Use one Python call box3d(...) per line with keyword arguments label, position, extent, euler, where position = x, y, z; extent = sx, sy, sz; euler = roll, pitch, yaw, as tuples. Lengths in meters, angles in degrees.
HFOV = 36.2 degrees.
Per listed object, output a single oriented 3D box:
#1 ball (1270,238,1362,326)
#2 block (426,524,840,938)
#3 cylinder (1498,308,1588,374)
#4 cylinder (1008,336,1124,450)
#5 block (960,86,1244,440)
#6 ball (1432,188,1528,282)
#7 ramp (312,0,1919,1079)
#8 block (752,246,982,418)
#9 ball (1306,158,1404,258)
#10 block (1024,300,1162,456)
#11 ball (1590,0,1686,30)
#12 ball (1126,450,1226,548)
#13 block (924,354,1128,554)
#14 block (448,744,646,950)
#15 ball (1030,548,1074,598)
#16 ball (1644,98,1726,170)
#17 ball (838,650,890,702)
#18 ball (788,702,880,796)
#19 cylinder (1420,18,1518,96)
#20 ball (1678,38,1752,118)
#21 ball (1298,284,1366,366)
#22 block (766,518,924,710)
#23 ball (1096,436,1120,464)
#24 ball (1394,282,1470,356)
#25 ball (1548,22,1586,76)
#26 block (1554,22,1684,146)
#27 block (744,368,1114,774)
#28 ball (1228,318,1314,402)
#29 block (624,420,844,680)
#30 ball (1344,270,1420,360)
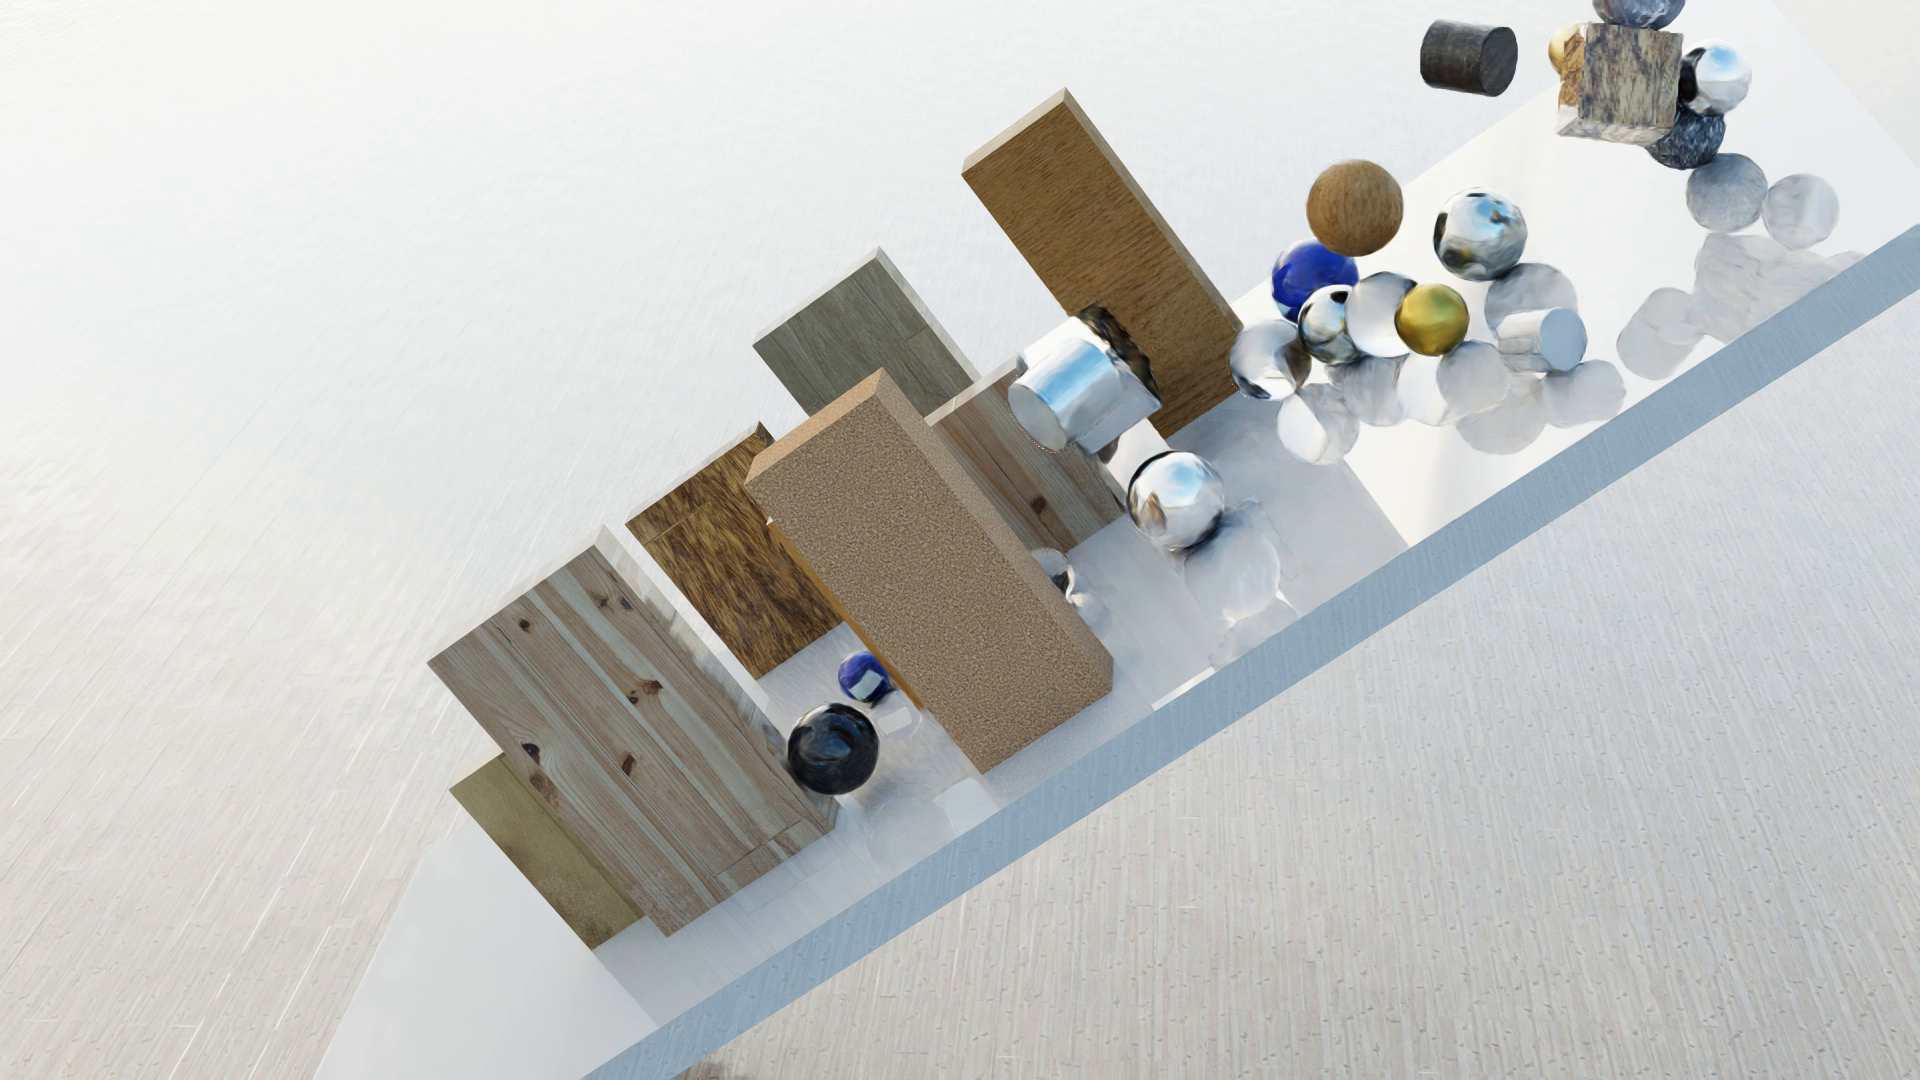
box3d(label="ball", position=(0.771, -0.556, 6.384), extent=(0.199, 0.199, 0.199), euler=(0, 22, 0))
box3d(label="block", position=(-0.648, 0.389, 5.878), extent=(0.436, 0.755, 0.106), euler=(-34, 16, 16))
box3d(label="cylinder", position=(1.054, -0.361, 5.326), extent=(0.114, 0.114, 0.114), euler=(-13, 6, -29))
box3d(label="cylinder", position=(0.214, -0.298, 5.968), extent=(0.167, 0.167, 0.167), euler=(-40, 39, -21))
box3d(label="block", position=(0.341, -0.603, 6.454), extent=(0.275, 0.750, 0.133), euler=(-34, 16, 16))
box3d(label="ball", position=(1.049, -0.616, 5.940), extent=(0.191, 0.191, 0.191), euler=(0, 22, 0))
box3d(label="ramp", position=(0.130, 0.178, 6.320), extent=(4.000, 0.100, 2.000), euler=(-34, 16, 16))
box3d(label="block", position=(-0.151, -0.340, 7.042), extent=(0.373, 0.634, 0.095), euler=(-34, 16, 16))
box3d(label="ball", position=(0.808, -0.678, 6.014), extent=(0.200, 0.200, 0.200), euler=(0, 22, 0))
box3d(label="block", position=(0.284, -0.346, 6.278), extent=(0.194, 0.194, 0.194), euler=(-34, 32, 16))
box3d(label="ball", position=(1.282, -1.046, 5.552), extent=(0.185, 0.185, 0.185), euler=(0, 22, 0))
box3d(label="ball", position=(0.428, -0.081, 5.827), extent=(0.195, 0.195, 0.195), euler=(0, 22, 0))
box3d(label="block", position=(0.117, -0.146, 6.325), extent=(0.312, 0.401, 0.095), euler=(-34, 16, 16))
box3d(label="block", position=(-0.789, 0.589, 6.170), extent=(0.331, 0.468, 0.091), euler=(-34, 16, 16))
box3d(label="ball", position=(0.175, 0.077, 6.082), extent=(0.125, 0.125, 0.125), euler=(0, 22, 0))
box3d(label="ball", position=(1.404, -0.798, 5.711), extent=(0.160, 0.160, 0.160), euler=(0, 22, 0))
box3d(label="ball", position=(-0.207, 0.294, 6.354), extent=(0.113, 0.113, 0.113), euler=(0, 22, 0))
box3d(label="ball", position=(-0.251, 0.416, 5.848), extent=(0.184, 0.184, 0.184), euler=(0, 22, 0))
box3d(label="cylinder", position=(1.036, -0.984, 5.992), extent=(0.144, 0.144, 0.144), euler=(17, 28, 39))
box3d(label="ball", position=(1.425, -0.876, 5.577), extent=(0.147, 0.147, 0.147), euler=(0, 22, 0))
box3d(label="ball", position=(0.784, -0.445, 6.097), extent=(0.169, 0.169, 0.169), euler=(0, 22, 0))
box3d(label="block", position=(-0.114, 0.056, 6.070), extent=(0.306, 0.511, 0.124), euler=(-34, 16, 16))
box3d(label="ball", position=(0.280, -0.222, 6.476), extent=(0.141, 0.141, 0.141), euler=(0, 22, 0))
box3d(label="ball", position=(0.928, -0.433, 5.781), extent=(0.146, 0.146, 0.146), euler=(0, 22, 0))
box3d(label="ball", position=(1.234, -0.976, 5.871), extent=(0.117, 0.117, 0.117), euler=(0, 22, 0))
box3d(label="block", position=(1.250, -0.864, 5.584), extent=(0.182, 0.182, 0.182), euler=(7, -3, -1))
box3d(label="block", position=(-0.051, 0.063, 5.505), extent=(0.305, 0.726, 0.147), euler=(-34, 16, 16))
box3d(label="ball", position=(0.654, -0.379, 6.190), extent=(0.177, 0.177, 0.177), euler=(0, 22, 0))
box3d(label="block", position=(-0.482, 0.029, 7.000), extent=(0.398, 0.500, 0.083), euler=(-34, 16, 16))
box3d(label="ball", position=(0.862, -0.454, 5.928), extent=(0.178, 0.178, 0.178), euler=(0, 22, 0))
